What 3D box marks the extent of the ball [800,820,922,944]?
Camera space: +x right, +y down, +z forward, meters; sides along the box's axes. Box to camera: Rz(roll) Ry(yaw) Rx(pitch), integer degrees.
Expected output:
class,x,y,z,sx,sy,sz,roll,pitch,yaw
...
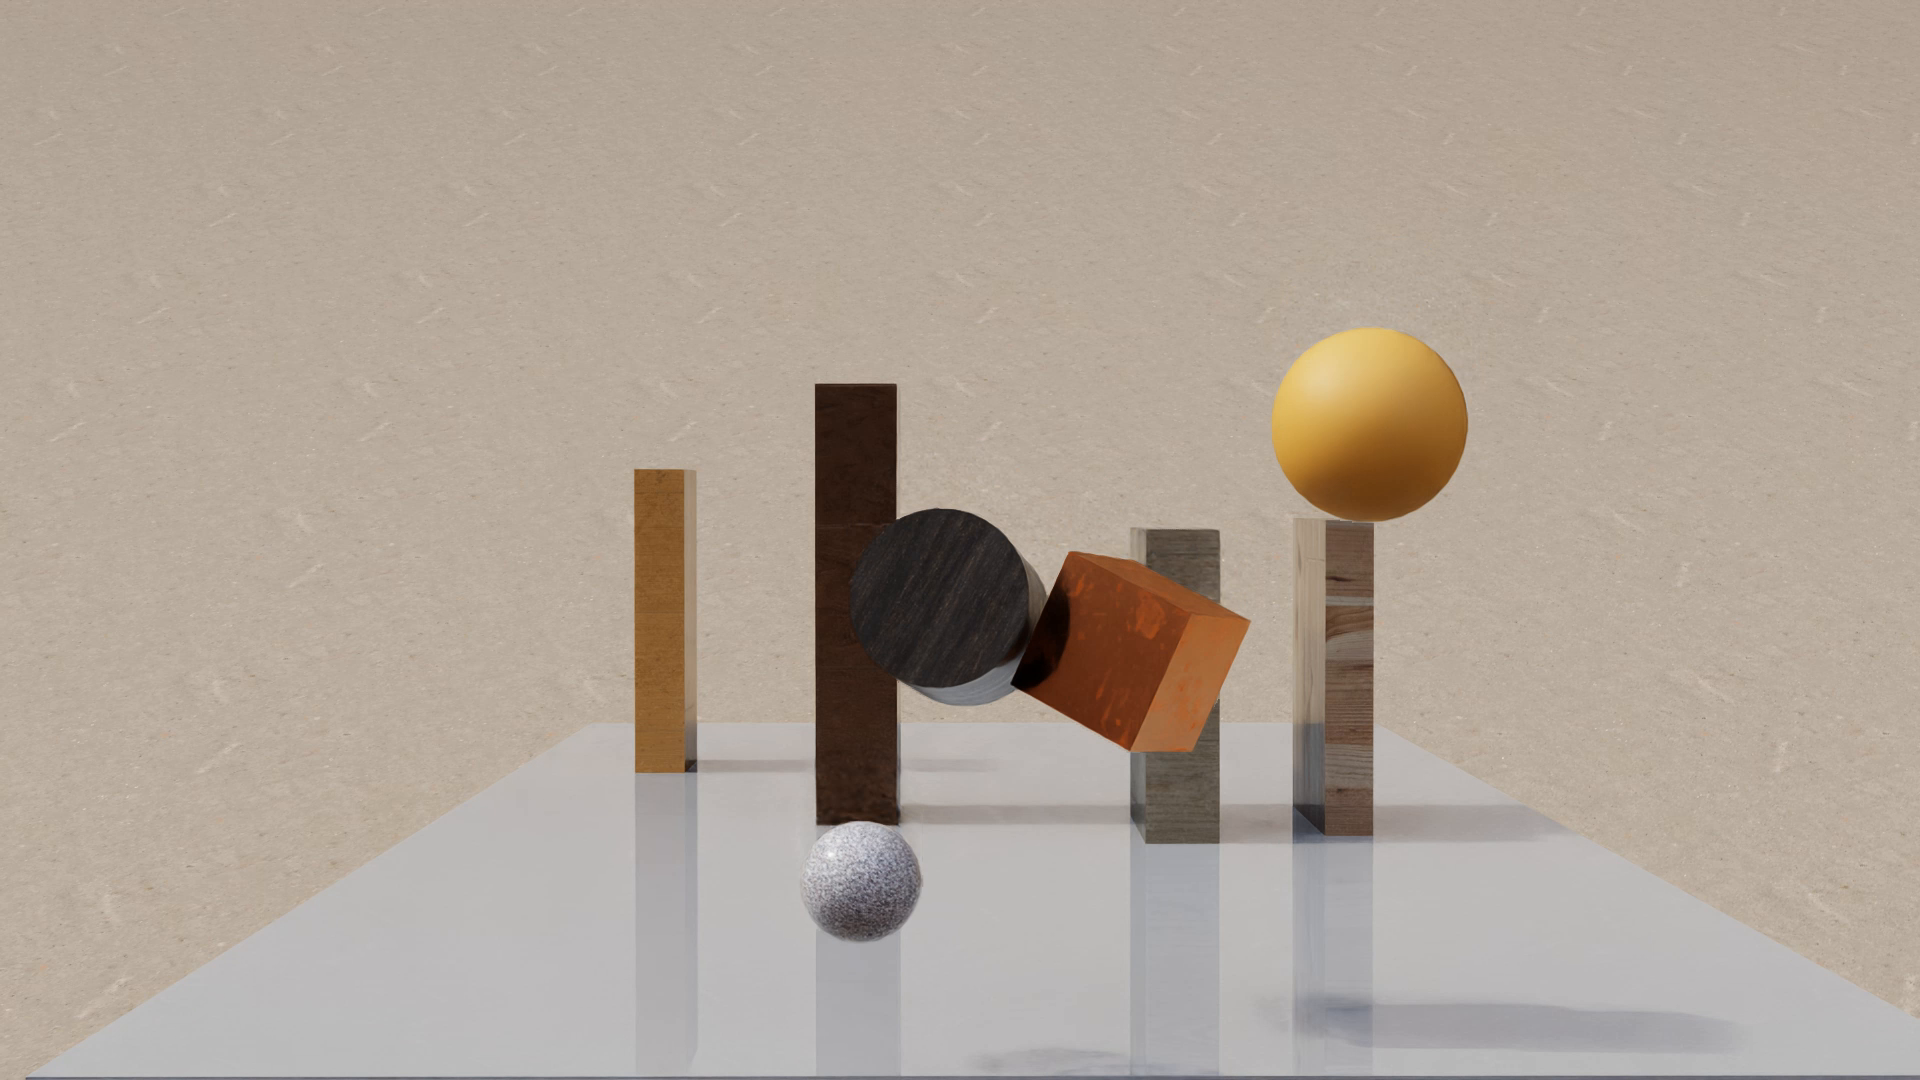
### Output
class,x,y,z,sx,sy,sz,roll,pitch,yaw
ball,-0.102,0.350,2.645,0.125,0.125,0.125,0,27,0

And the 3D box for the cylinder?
class,x,y,z,sx,sy,sz,roll,pitch,yaw
cylinder,-0.007,0.078,2.881,0.196,0.196,0.196,5,-8,10

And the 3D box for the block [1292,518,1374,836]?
class,x,y,z,sx,sy,sz,roll,pitch,yaw
block,0.663,0.232,4.611,0.082,0.538,0.424,0,1,0

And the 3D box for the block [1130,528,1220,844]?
class,x,y,z,sx,sy,sz,roll,pitch,yaw
block,0.371,0.242,4.492,0.123,0.523,0.384,0,1,0

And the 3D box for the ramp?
class,x,y,z,sx,sy,sz,roll,pitch,yaw
ramp,0.061,0.552,4.588,2.000,0.100,4.000,0,1,0

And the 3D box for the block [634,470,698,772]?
class,x,y,z,sx,sy,sz,roll,pitch,yaw
block,-0.629,0.168,5.528,0.104,0.635,0.259,0,1,0

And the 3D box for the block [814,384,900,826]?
class,x,y,z,sx,sy,sz,roll,pitch,yaw
block,-0.183,0.111,4.684,0.144,0.778,0.286,0,1,0

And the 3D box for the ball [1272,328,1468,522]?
class,x,y,z,sx,sy,sz,roll,pitch,yaw
ball,0.418,-0.118,2.637,0.199,0.199,0.199,0,27,0

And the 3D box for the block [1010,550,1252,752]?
class,x,y,z,sx,sy,sz,roll,pitch,yaw
block,0.190,0.124,2.852,0.162,0.162,0.162,28,9,28
